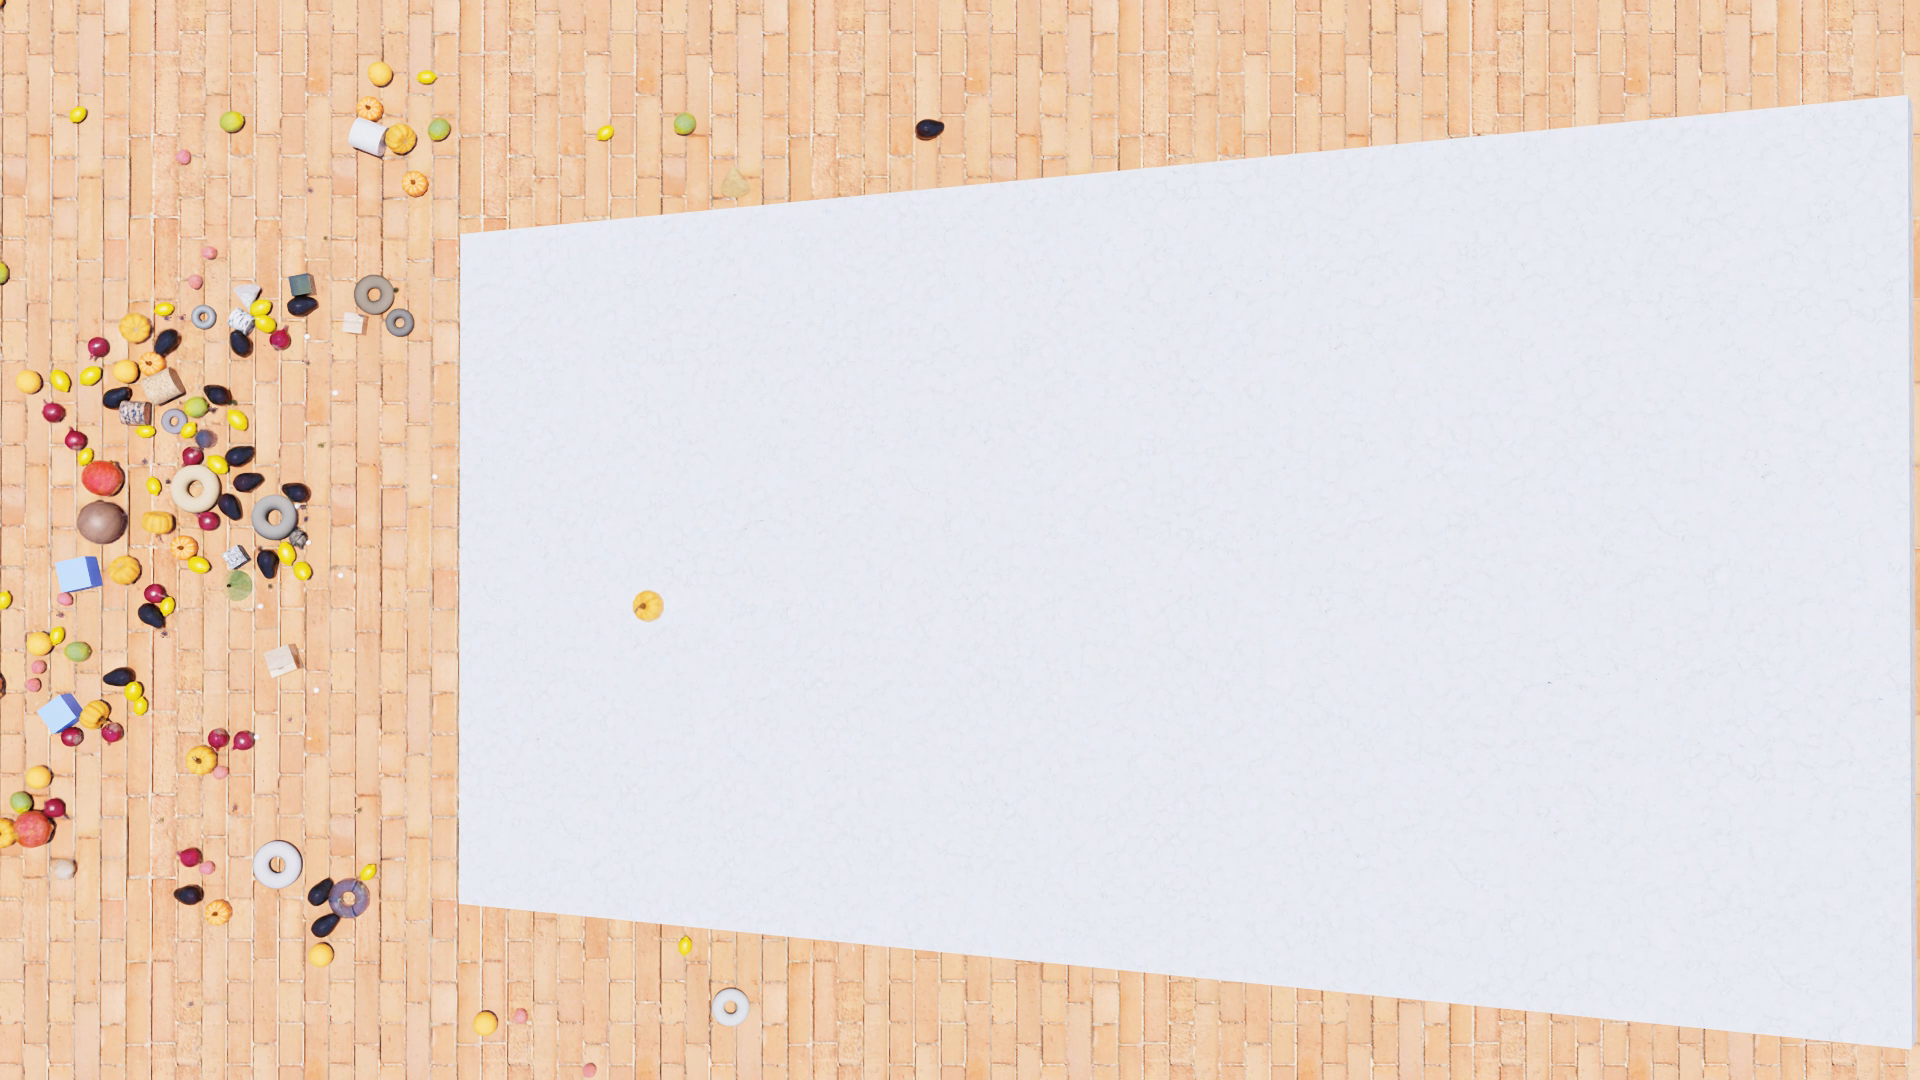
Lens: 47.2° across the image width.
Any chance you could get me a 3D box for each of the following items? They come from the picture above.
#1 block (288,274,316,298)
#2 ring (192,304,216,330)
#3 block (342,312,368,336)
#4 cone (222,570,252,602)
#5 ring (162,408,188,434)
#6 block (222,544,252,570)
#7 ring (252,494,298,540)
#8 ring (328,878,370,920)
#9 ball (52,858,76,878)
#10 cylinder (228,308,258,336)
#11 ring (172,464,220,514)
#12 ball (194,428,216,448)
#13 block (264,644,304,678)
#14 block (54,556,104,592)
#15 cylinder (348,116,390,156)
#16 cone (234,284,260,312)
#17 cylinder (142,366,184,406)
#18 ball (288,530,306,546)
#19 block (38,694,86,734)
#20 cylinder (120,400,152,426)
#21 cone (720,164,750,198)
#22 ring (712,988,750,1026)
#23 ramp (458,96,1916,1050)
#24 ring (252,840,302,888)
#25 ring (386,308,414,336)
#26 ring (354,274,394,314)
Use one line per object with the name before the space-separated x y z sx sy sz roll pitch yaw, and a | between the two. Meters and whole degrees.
block | -1.984 -0.767 6.637 0.060 0.060 0.060 -11 89 0
ring | -2.289 -0.675 6.654 0.075 0.025 0.075 0 90 -1
block | -1.824 -0.652 6.637 0.057 0.057 0.057 7 89 0
cone | -2.189 0.137 6.610 0.096 0.096 0.096 0 89 0
ring | -2.376 -0.359 6.650 0.078 0.026 0.078 0 88 0
block | -2.181 0.052 6.632 0.054 0.054 0.054 -34 90 0
ring | -2.069 -0.068 6.637 0.139 0.046 0.139 0 88 0
ring | -1.843 1.081 6.629 0.123 0.041 0.123 0 91 0
ball | -2.697 0.988 6.618 0.062 0.062 0.062 0 89 0
cylinder | -2.165 -0.659 6.635 0.062 0.062 0.062 32 90 0
ring | -2.307 -0.154 6.636 0.149 0.050 0.149 0 88 -1
ball | -2.278 -0.306 6.633 0.058 0.058 0.058 0 89 0
block | -2.034 0.363 6.616 0.079 0.079 0.079 -20 89 0
block | -2.649 0.103 6.613 0.091 0.091 0.091 -13 89 0
cylinder | -1.778 -1.215 6.625 0.092 0.092 0.092 21 89 0
cone | -2.152 -0.723 6.649 0.078 0.078 0.078 3 116 0
cylinder | -2.399 -0.463 6.620 0.089 0.089 0.089 -26 89 0
ball | -1.997 -0.005 6.633 0.052 0.052 0.052 0 89 0
block | -2.700 0.521 6.612 0.084 0.084 0.084 -36 90 0
cylinder | -2.484 -0.383 6.627 0.073 0.073 0.073 2 89 0
cone | -0.684 -1.101 6.650 0.091 0.091 0.091 -9 63 0
ring | -0.691 1.408 6.626 0.115 0.038 0.115 0 88 0
ramp | 0.272 0.076 5.634 4.000 0.100 2.000 0 89 29
ring | -2.057 0.979 6.626 0.146 0.049 0.146 0 90 -1
ring | -1.695 -0.658 6.652 0.087 0.029 0.087 0 91 0
ring | -1.771 -0.742 6.647 0.121 0.040 0.121 0 88 0
